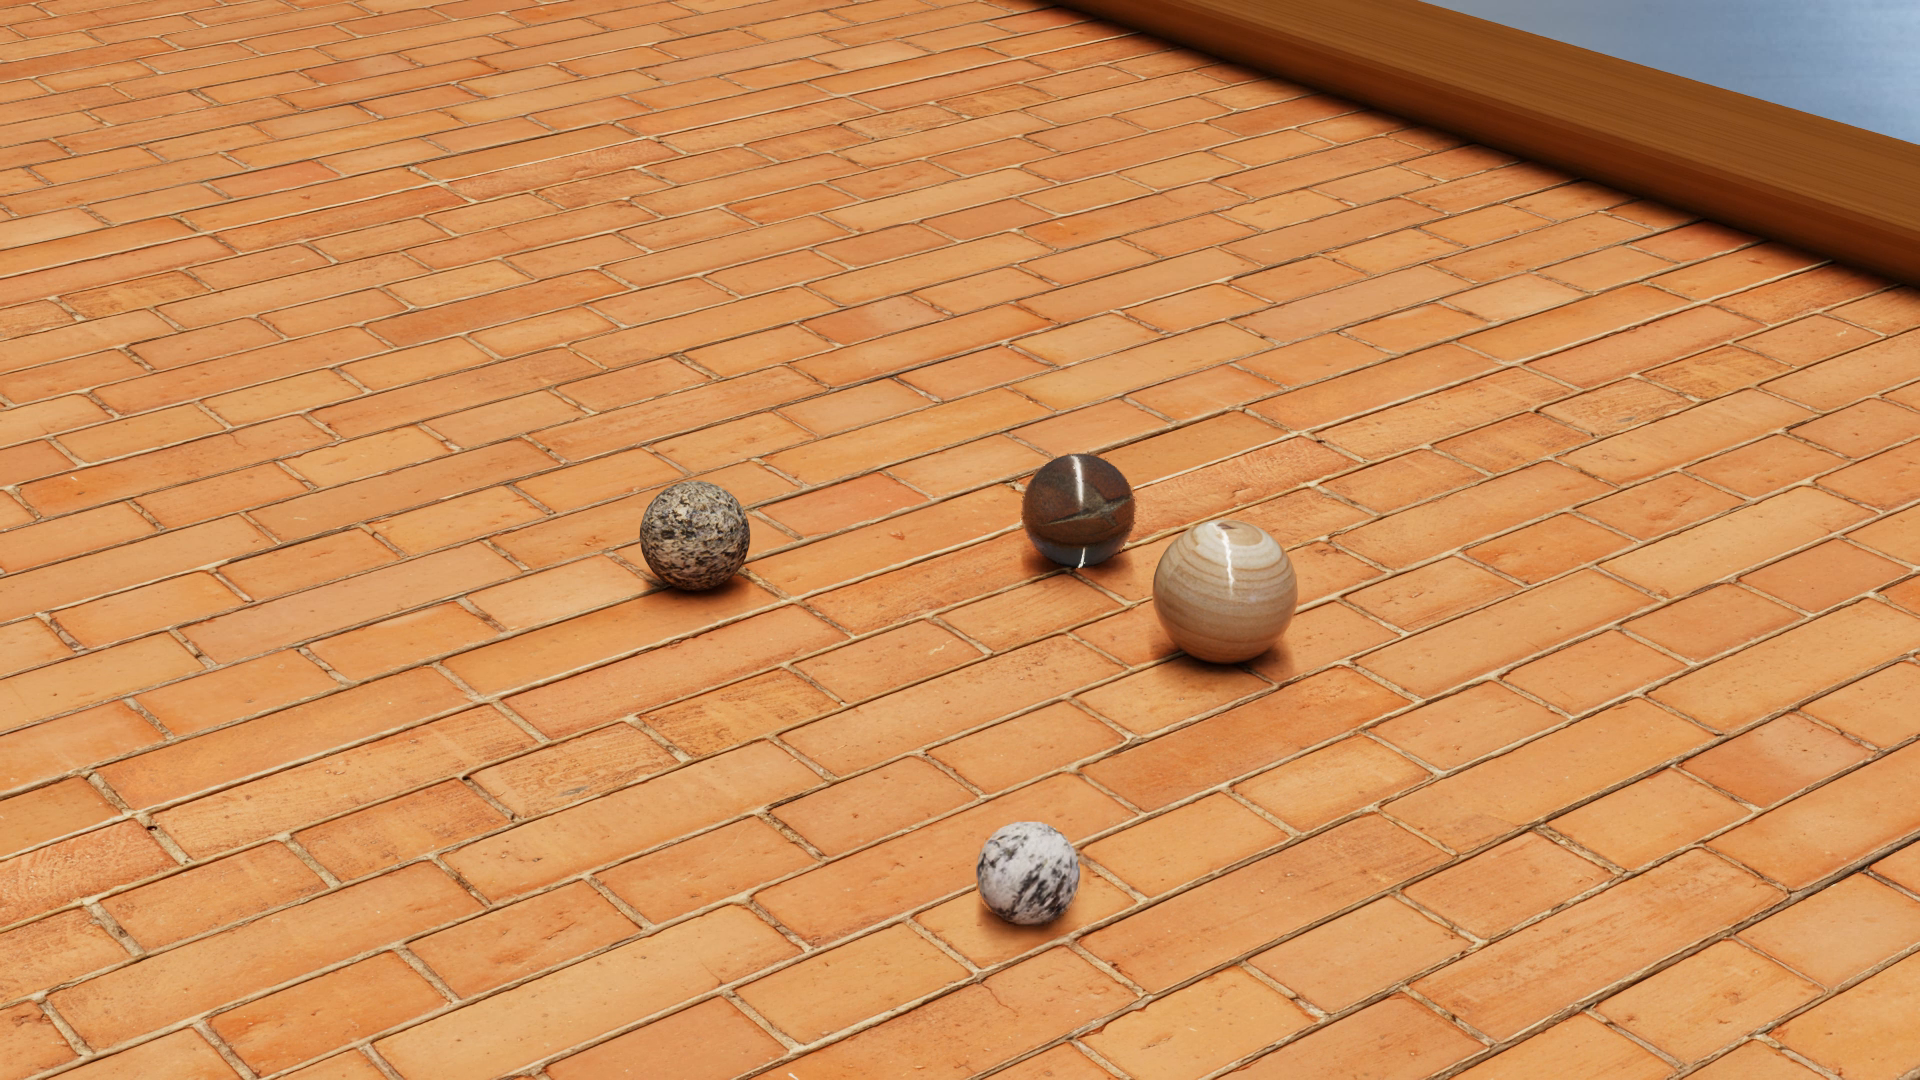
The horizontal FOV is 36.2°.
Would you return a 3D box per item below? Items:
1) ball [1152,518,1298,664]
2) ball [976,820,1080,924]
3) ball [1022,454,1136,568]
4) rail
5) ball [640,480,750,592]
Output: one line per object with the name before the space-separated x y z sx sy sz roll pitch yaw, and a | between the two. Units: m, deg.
ball | 0.182 0.035 2.019 0.100 0.100 0.100 0 25 0
ball | 0.040 0.195 1.726 0.061 0.061 0.061 0 25 0
ball | 0.087 -0.022 2.158 0.084 0.084 0.084 0 25 0
rail | 0.222 -0.643 3.419 0.045 0.130 4.079 -18 31 -33
ball | -0.191 -0.003 2.124 0.080 0.080 0.080 0 25 0
